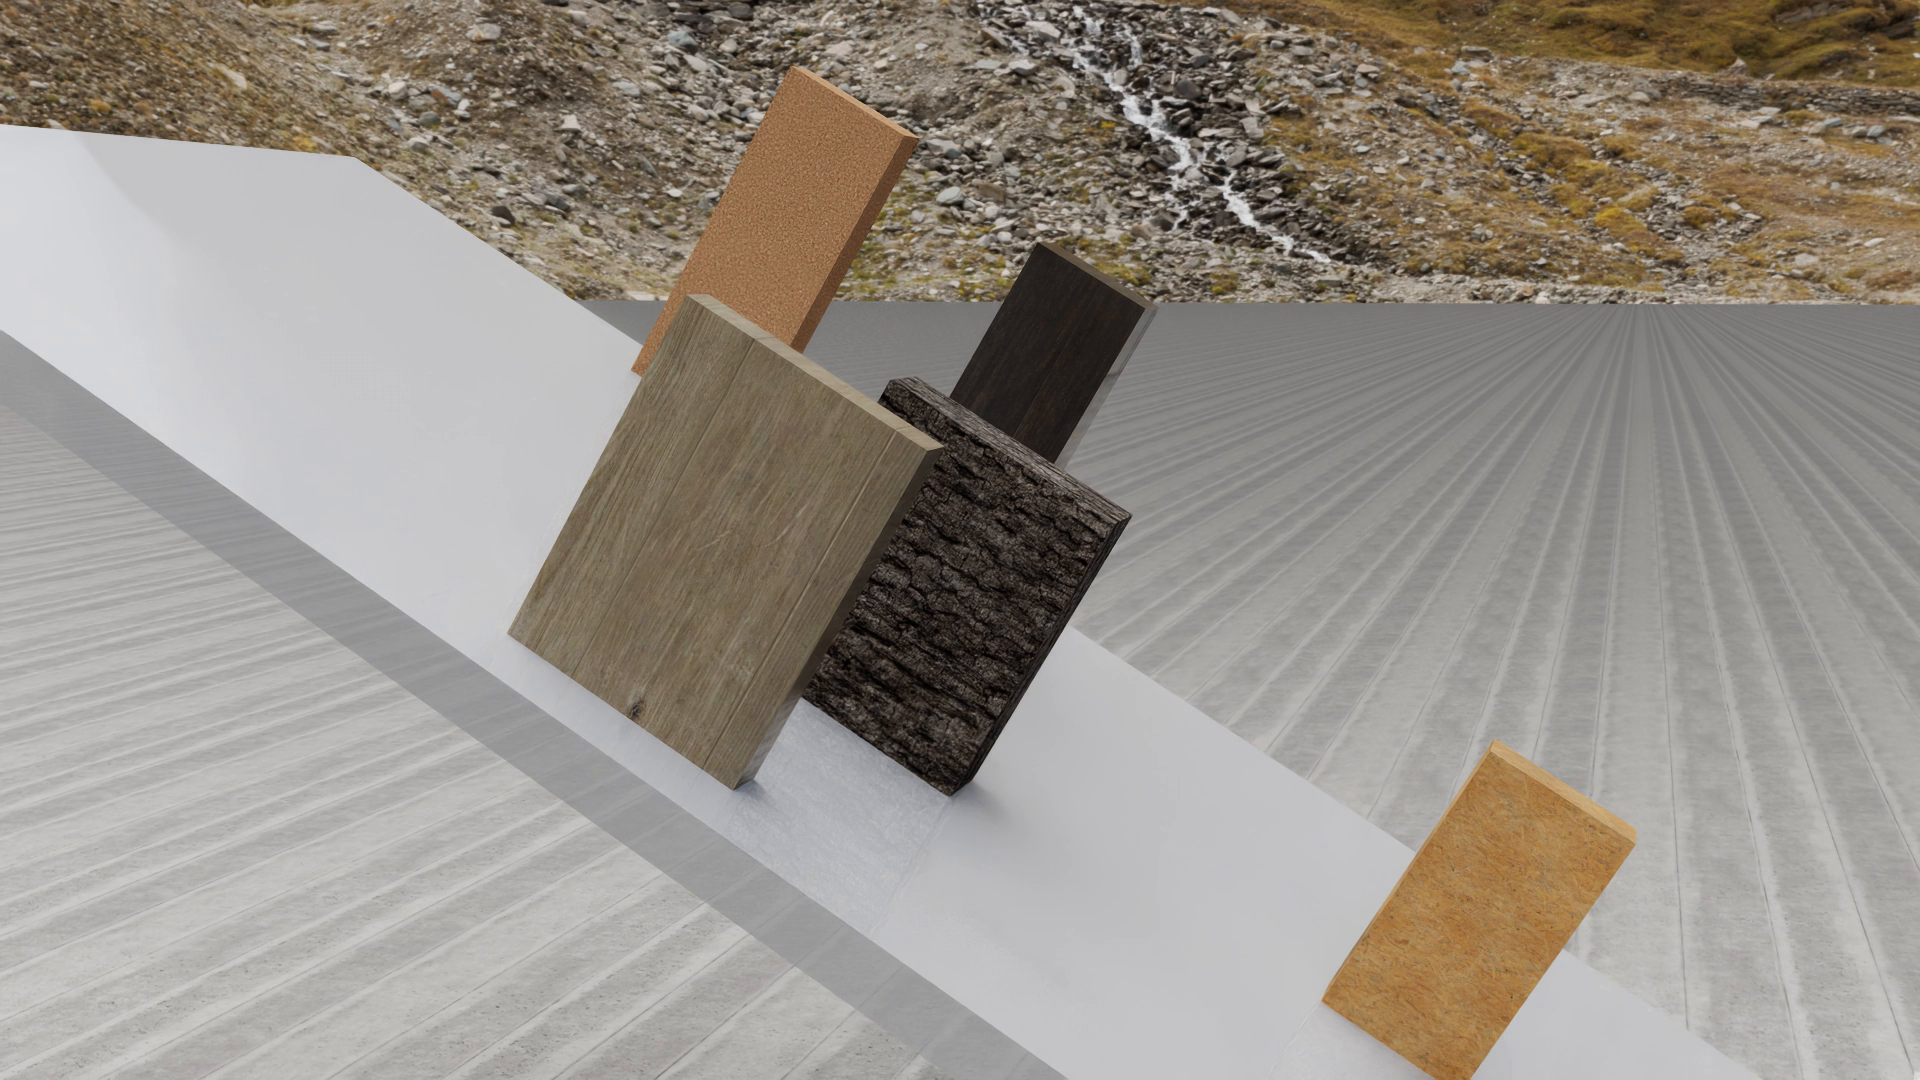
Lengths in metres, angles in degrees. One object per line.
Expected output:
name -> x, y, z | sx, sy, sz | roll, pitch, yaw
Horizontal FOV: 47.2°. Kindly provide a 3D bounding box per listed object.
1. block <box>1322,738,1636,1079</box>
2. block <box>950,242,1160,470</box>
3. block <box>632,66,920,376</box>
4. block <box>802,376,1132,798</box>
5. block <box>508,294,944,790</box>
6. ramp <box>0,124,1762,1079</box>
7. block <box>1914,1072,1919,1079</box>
block -> 0.876, 0.637, 3.726 | 0.274, 0.529, 0.105 | 33, 15, 11
block -> 0.081, -0.190, 4.416 | 0.251, 0.789, 0.132 | 33, 15, 11
block -> -0.420, -0.640, 4.951 | 0.306, 0.782, 0.110 | 33, 15, 11
block -> -0.047, 0.076, 3.753 | 0.447, 0.552, 0.139 | 33, 15, 11
block -> -0.359, 0.003, 3.293 | 0.432, 0.602, 0.081 | 33, 15, 11
ramp -> -0.172, 0.283, 4.122 | 4.000, 0.100, 2.000 | 33, 15, 11
block -> 2.025, 1.217, 4.433 | 0.201, 0.201, 0.201 | 3, 8, 25
